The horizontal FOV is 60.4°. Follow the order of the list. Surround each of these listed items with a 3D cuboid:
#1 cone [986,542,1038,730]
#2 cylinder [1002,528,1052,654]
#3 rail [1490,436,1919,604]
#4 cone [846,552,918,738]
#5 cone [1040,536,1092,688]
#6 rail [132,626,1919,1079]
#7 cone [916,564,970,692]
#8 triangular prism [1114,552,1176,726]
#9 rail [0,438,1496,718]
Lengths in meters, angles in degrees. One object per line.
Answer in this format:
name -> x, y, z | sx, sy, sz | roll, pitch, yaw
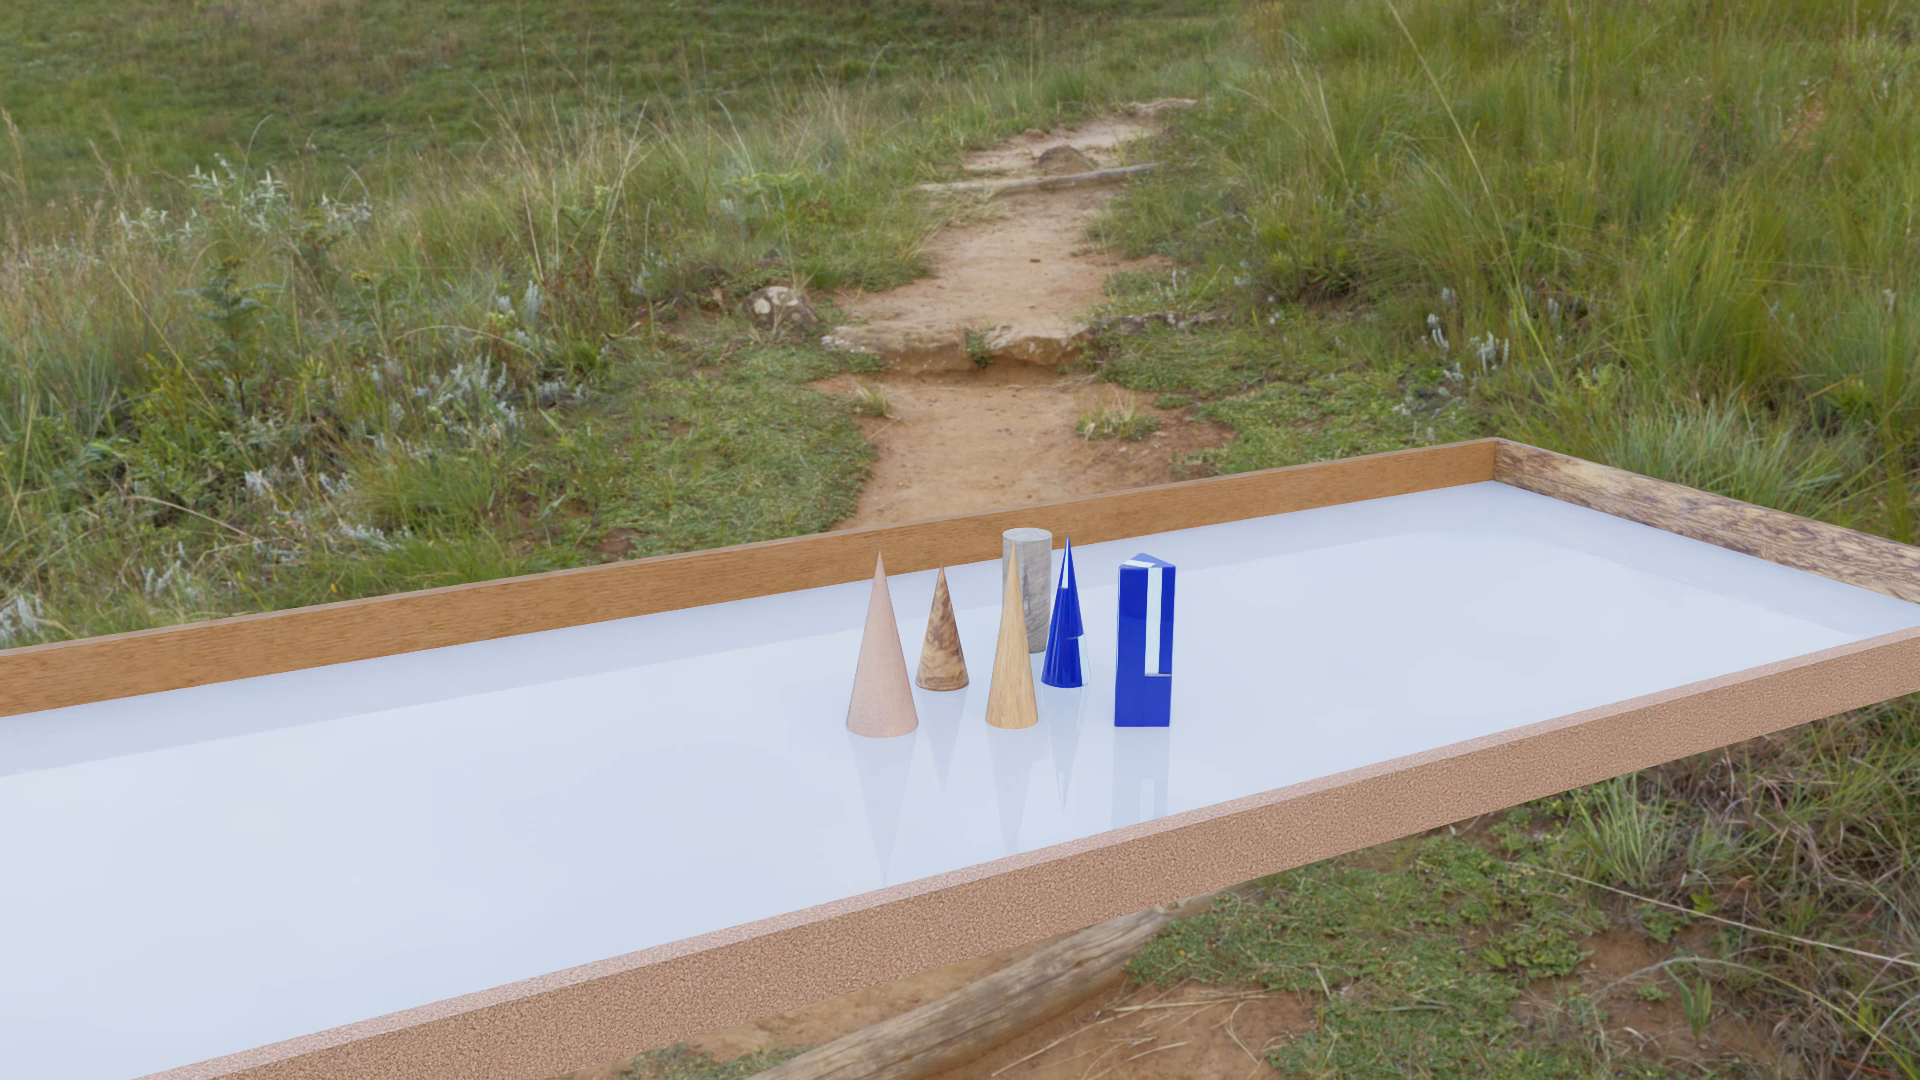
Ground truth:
cone -> 0.123, 0.209, 3.847 | 0.126, 0.449, 0.126 | 0, 16, 0
cylinder -> 0.176, 0.133, 4.353 | 0.129, 0.309, 0.129 | 0, 16, 0
rail -> 2.466, -0.048, 5.253 | 0.050, 0.150, 2.100 | -9, 18, -27
cone -> -0.183, 0.227, 3.822 | 0.172, 0.429, 0.172 | 0, 16, 0
cone -> 0.266, 0.166, 4.110 | 0.129, 0.384, 0.129 | 0, 16, 0
rail -> -2.336, 1.006, 1.665 | 12.000, 0.150, 0.050 | -9, 18, -27
cone -> -0.045, 0.202, 4.099 | 0.138, 0.320, 0.138 | 0, 16, 0
triangular prism -> 0.427, 0.233, 3.867 | 0.129, 0.392, 0.112 | 0, 16, -1
rail -> -3.305, 0.497, 3.399 | 12.000, 0.150, 0.050 | -9, 18, -27
